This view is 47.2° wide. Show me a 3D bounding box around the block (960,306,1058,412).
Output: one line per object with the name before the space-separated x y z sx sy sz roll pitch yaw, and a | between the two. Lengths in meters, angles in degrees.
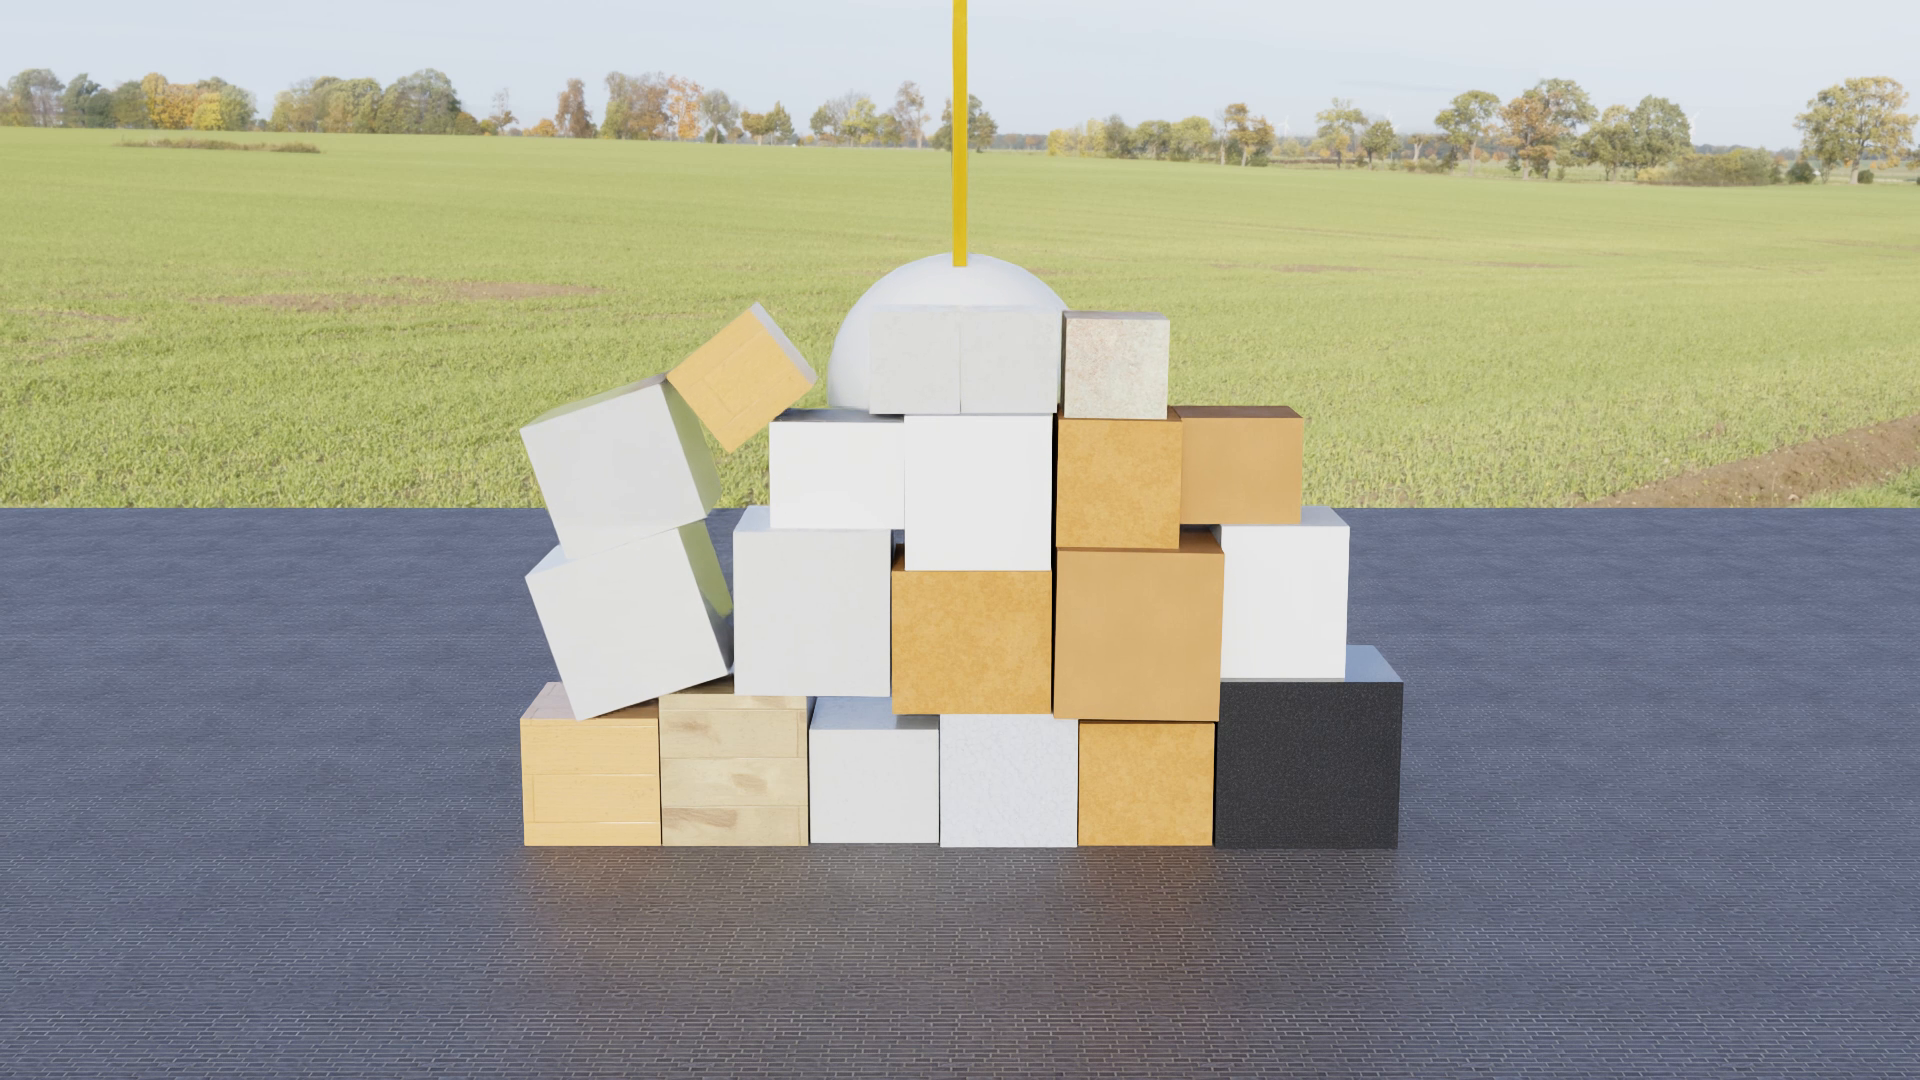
block | 0.241 -0.912 11.032 0.474 0.497 0.442 0 10 0

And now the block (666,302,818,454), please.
block | -1.081 -0.819 11.002 0.531 0.492 0.512 -38 8 6

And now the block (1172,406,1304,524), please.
block | 1.390 -0.387 11.129 0.604 0.528 0.523 0 10 0

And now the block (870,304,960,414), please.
block | -0.222 -0.912 11.022 0.443 0.499 0.486 0 10 0

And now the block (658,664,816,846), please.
block | -1.133 1.090 11.370 0.733 0.786 0.719 0 10 0

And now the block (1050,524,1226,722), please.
block | 0.877 0.393 11.233 0.815 0.841 0.917 1 10 0

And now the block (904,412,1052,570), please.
block | 0.089 -0.287 11.119 0.719 0.764 0.685 0 10 0

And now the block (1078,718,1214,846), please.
block | 0.935 1.165 11.390 0.673 0.632 0.718 0 10 0

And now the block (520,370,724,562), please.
block | -1.691 -0.393 11.106 0.723 0.691 0.774 -18 10 3

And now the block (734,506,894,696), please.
block | -0.729 0.298 11.229 0.769 0.825 0.792 0 10 0

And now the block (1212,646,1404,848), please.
block | 1.738 1.054 11.359 0.915 0.861 0.809 0 10 0

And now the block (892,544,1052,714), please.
block | 0.058 0.442 11.261 0.789 0.723 0.767 0 10 0

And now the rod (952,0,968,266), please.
rod | 0.000 -3.838 11.396 0.080 5.200 0.080 0 31 0

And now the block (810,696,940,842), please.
block | -0.432 1.183 11.409 0.648 0.590 0.664 0 10 0

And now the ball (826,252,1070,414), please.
ball | 0.000 -0.909 13.123 1.600 1.600 1.600 0 10 0

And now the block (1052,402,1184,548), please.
block | 0.780 -0.335 11.122 0.606 0.628 0.708 1 10 0

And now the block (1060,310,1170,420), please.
block | 0.769 -0.884 11.033 0.502 0.485 0.532 1 10 0

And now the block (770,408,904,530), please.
block | -0.605 -0.366 11.105 0.663 0.527 0.565 0 10 0

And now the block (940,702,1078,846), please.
block | 0.245 1.138 11.382 0.686 0.689 0.764 0 10 0

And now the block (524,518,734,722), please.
block | -1.640 0.348 11.240 0.792 0.771 0.829 -17 10 3

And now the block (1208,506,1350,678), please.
block | 1.606 0.253 11.223 0.629 0.764 0.641 0 10 0

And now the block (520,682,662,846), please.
block | -1.853 1.149 11.407 0.687 0.658 0.758 0 10 0
